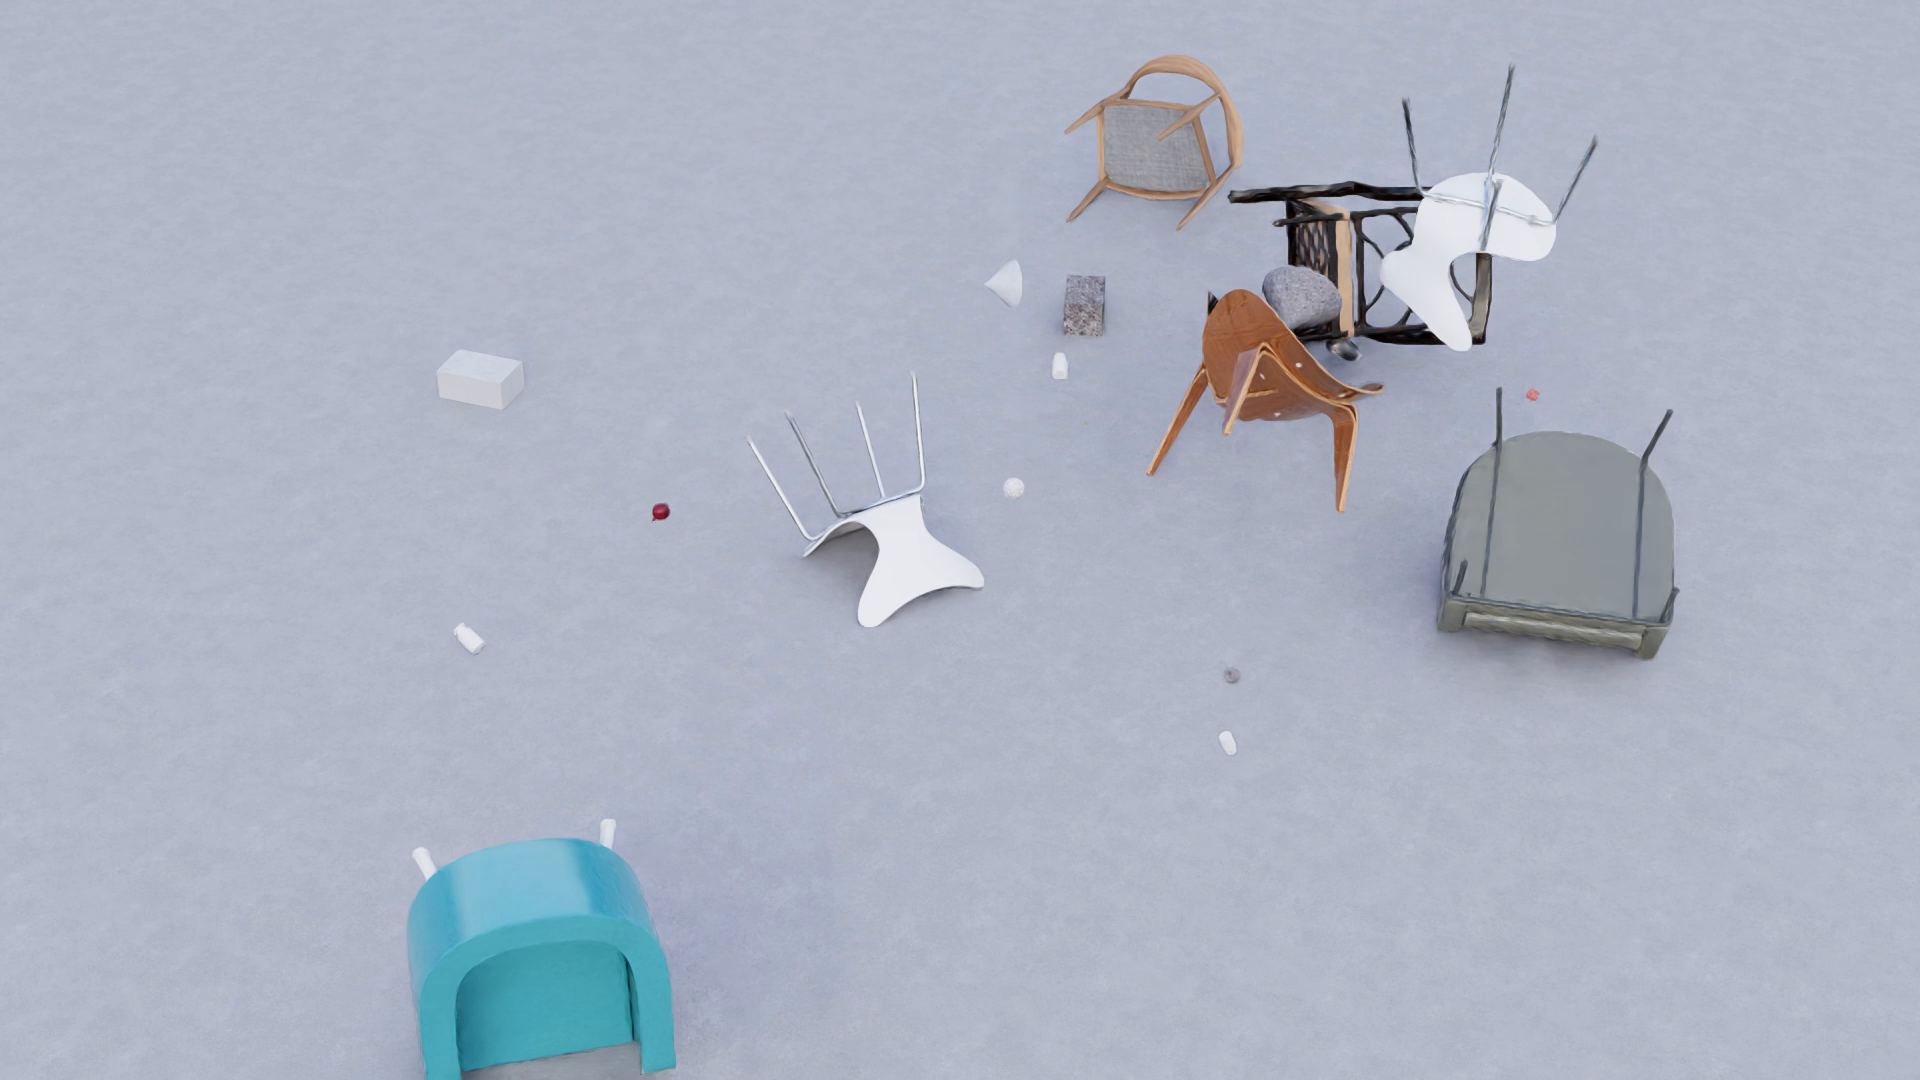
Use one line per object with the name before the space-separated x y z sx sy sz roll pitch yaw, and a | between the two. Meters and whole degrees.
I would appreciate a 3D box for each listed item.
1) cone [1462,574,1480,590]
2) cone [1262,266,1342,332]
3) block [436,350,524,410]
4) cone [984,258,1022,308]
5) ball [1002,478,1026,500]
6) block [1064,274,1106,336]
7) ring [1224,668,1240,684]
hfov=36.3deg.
cone | 1.860 0.147 10.667 0.074 0.060 0.042 -10 35 -14
cone | 1.220 -0.831 10.777 0.314 0.273 0.219 13 47 23
block | -1.930 -0.647 11.814 0.286 0.123 0.187 12 35 17
cone | 0.147 -0.988 11.300 0.117 0.193 0.208 -5 -5 -20
ball | 0.194 -0.186 10.547 0.080 0.080 0.080 0 33 0
block | 0.522 -0.985 12.307 0.162 0.146 0.255 3 33 4
ring | 0.945 0.470 10.177 0.027 0.055 0.078 -10 4 -34
